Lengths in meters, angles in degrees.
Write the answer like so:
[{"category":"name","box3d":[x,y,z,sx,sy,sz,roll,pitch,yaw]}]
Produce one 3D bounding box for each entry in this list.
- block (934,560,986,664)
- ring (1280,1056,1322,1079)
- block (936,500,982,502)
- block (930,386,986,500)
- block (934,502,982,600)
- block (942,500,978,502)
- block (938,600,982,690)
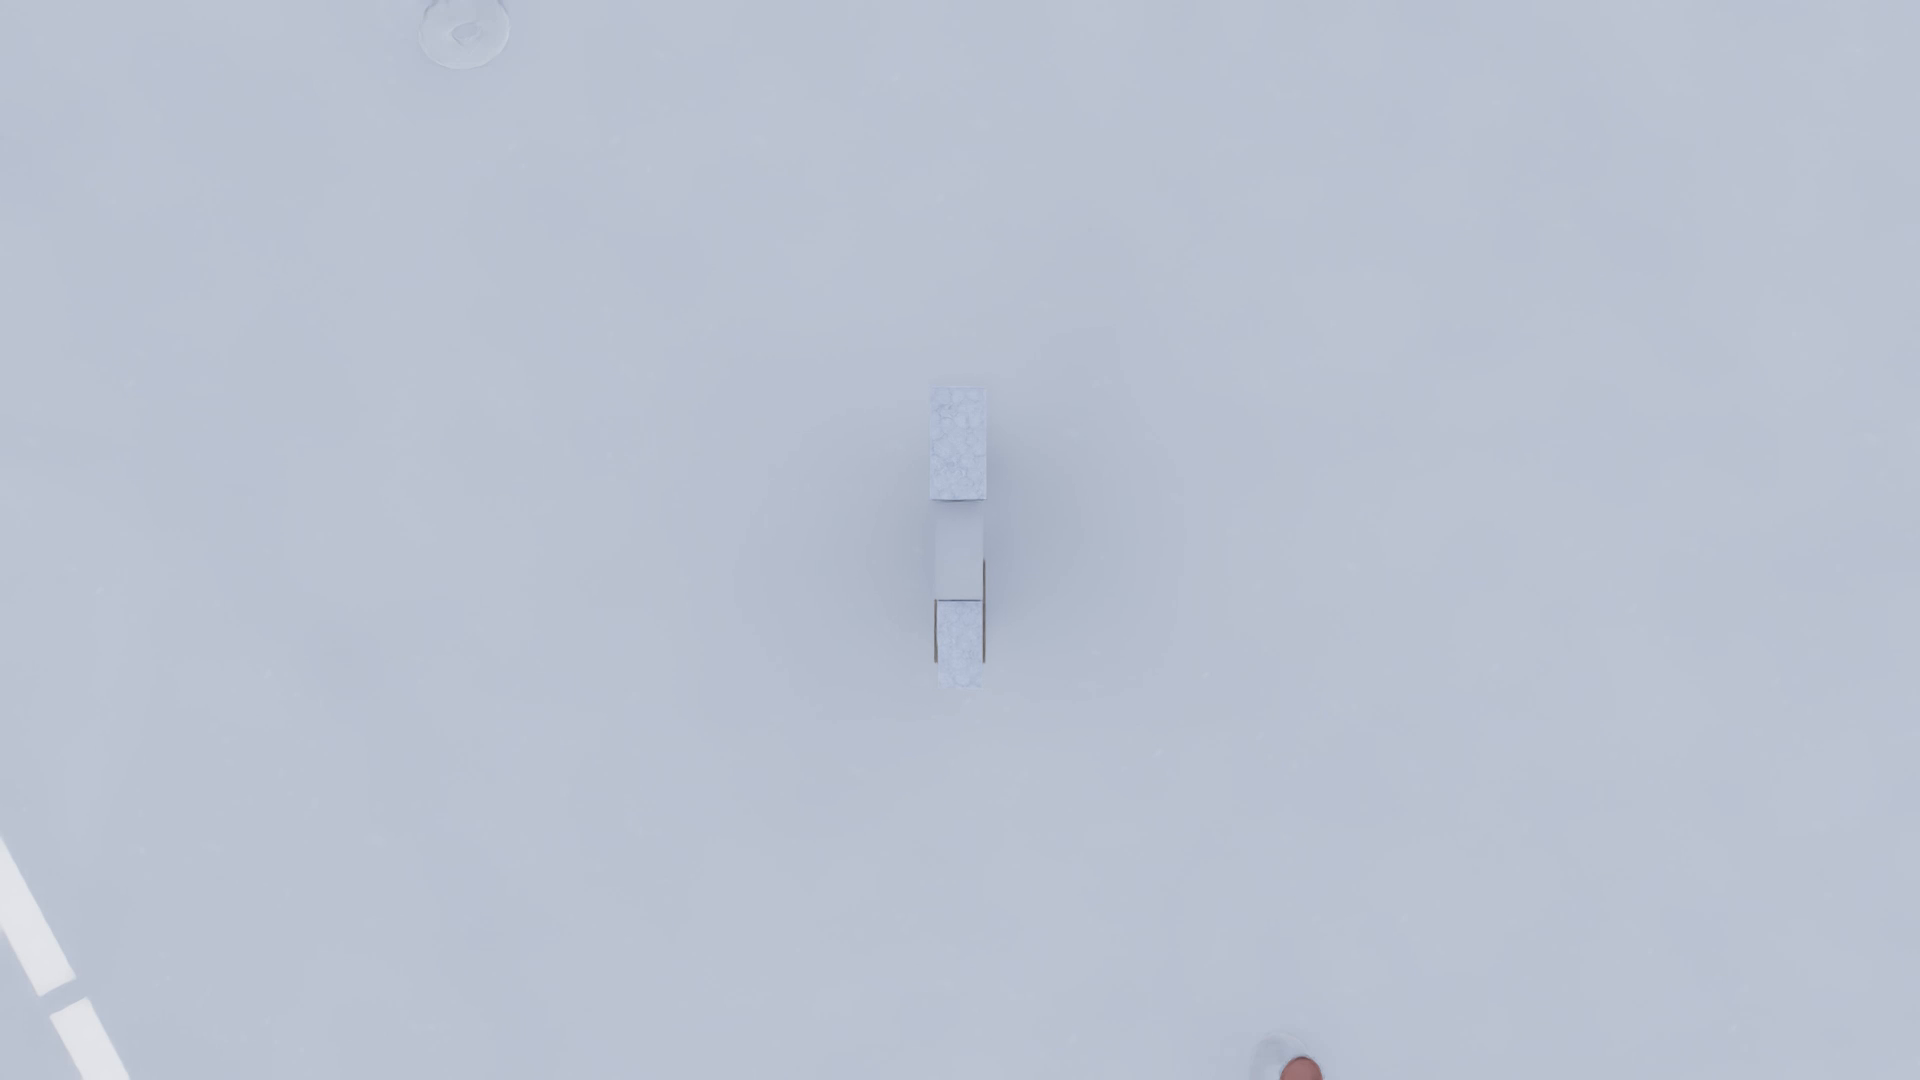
[{"category":"block","box3d":[0.000,0.215,4.969,0.154,0.044,0.309,0,90,0]},{"category":"ring","box3d":[1.106,1.837,5.368,0.100,0.300,0.300,1,90,29]},{"category":"block","box3d":[-0.003,-0.232,4.881,0.139,0.039,0.277,0,90,0]},{"category":"block","box3d":[-0.005,-0.252,4.307,0.147,0.042,0.294,0,90,0]},{"category":"block","box3d":[-0.005,0.027,4.377,0.129,0.037,0.258,0,90,0]},{"category":"block","box3d":[0.000,-0.192,4.637,0.104,0.030,0.209,0,90,0]},{"category":"block","box3d":[0.000,0.279,4.401,0.118,0.033,0.236,0,90,0]}]
